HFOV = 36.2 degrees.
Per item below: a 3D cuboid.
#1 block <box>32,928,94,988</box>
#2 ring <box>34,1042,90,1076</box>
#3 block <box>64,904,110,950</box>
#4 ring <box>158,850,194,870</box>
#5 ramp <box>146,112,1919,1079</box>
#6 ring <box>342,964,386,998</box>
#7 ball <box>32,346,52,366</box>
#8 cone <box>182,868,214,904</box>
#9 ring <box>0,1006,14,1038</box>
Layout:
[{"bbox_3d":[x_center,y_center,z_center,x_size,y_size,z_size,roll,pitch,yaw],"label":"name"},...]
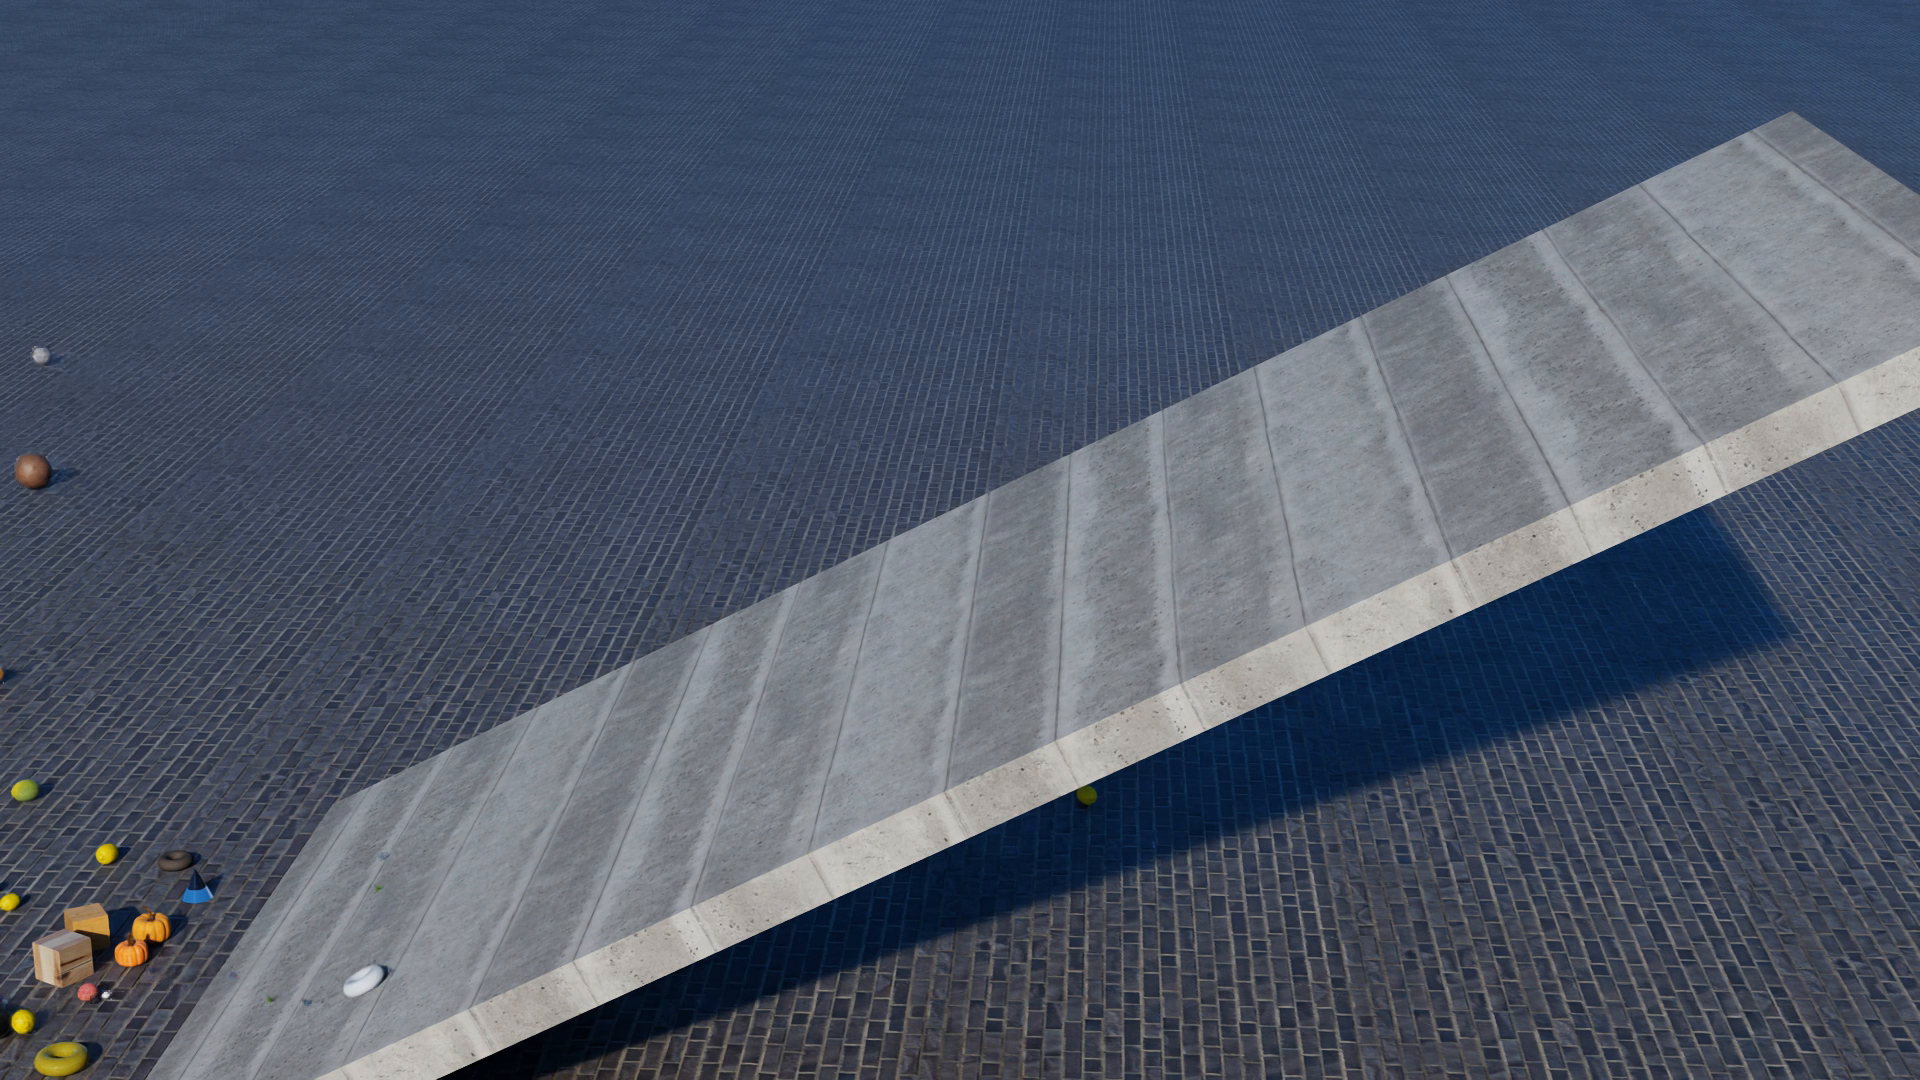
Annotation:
[{"bbox_3d":[-2.066,0.964,6.777,0.091,0.091,0.091,11,20,32],"label":"block"},{"bbox_3d":[-1.937,1.120,6.346,0.117,0.039,0.117,-1,18,0],"label":"ring"},{"bbox_3d":[-2.061,0.917,6.946,0.082,0.082,0.082,-10,19,-29],"label":"block"},{"bbox_3d":[-1.975,0.808,7.406,0.088,0.029,0.088,-1,17,0],"label":"ring"},{"bbox_3d":[0.139,0.168,6.281,4.000,0.100,2.000,-25,14,10],"label":"ramp"},{"bbox_3d":[-1.203,0.890,5.939,0.094,0.031,0.094,-27,13,7],"label":"ring"},{"bbox_3d":[-3.948,-0.791,12.654,0.081,0.081,0.081,0,17,0],"label":"ball"},{"bbox_3d":[-1.873,0.840,7.214,0.076,0.076,0.076,0,17,0],"label":"cone"},{"bbox_3d":[-2.169,1.070,6.497,0.147,0.049,0.147,0,15,0],"label":"ring"}]
